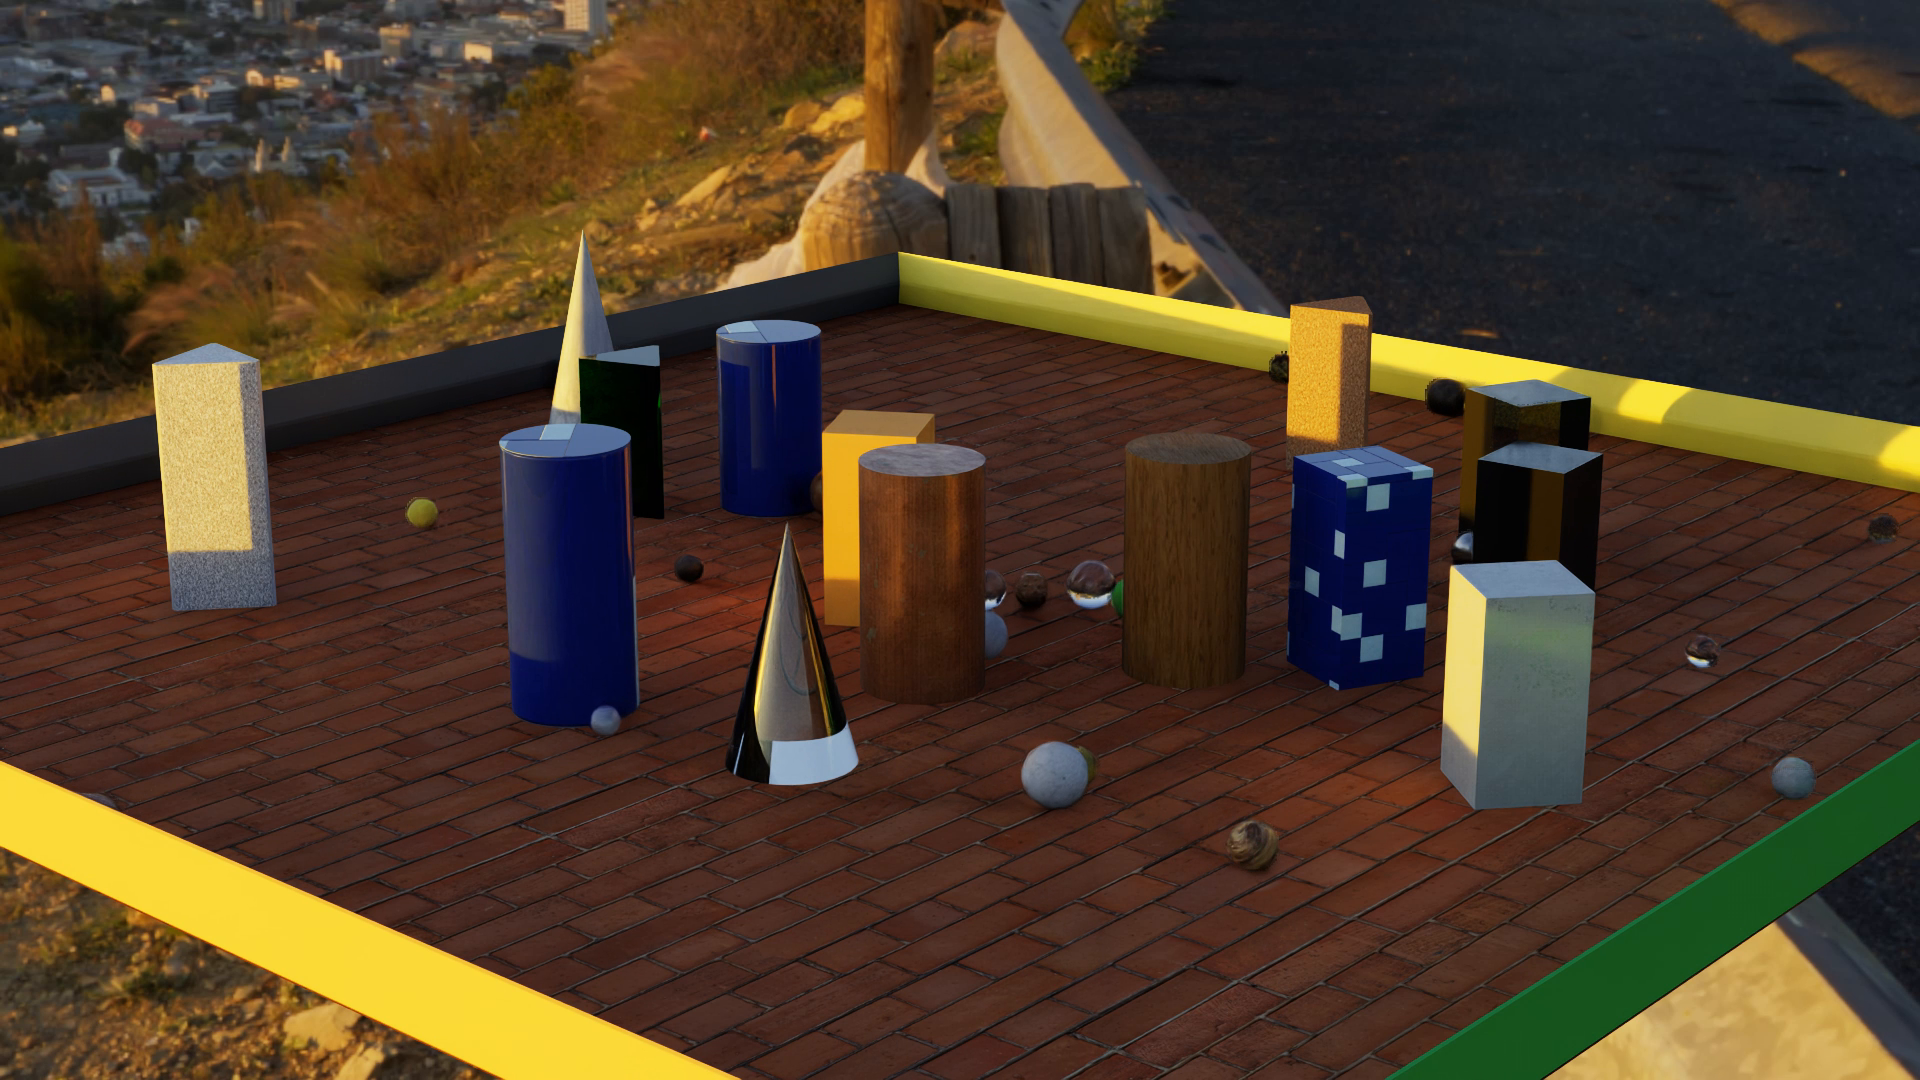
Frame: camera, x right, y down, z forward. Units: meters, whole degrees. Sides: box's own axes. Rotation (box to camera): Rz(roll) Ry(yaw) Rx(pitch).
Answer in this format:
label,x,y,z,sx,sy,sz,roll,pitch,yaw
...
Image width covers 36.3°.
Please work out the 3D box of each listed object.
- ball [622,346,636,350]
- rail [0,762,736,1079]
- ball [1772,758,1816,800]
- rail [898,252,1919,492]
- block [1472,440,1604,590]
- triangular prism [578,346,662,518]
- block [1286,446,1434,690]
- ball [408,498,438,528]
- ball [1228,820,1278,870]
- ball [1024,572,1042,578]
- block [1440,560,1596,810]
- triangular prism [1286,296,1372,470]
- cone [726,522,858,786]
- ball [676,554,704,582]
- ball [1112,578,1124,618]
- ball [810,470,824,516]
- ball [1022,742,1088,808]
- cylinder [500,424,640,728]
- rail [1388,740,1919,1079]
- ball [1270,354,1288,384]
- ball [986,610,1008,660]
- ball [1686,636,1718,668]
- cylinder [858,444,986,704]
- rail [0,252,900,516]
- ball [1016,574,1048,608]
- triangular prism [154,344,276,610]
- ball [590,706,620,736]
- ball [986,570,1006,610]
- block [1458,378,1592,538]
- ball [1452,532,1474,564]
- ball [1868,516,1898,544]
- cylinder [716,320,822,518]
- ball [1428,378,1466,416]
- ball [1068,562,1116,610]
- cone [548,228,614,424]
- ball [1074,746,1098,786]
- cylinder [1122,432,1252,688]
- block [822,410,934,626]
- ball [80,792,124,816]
label,x,y,z,sx,sy,sz,roll,pitch,yaw
ball,-0.753,-0.409,6.695,0.068,0.068,0.068,0,17,0
rail,-1.118,0.404,3.886,3.418,0.130,0.045,14,22,39
ball,1.198,0.342,4.214,0.060,0.060,0.060,0,17,0
rail,1.118,-0.339,6.353,3.418,0.130,0.045,14,22,39
block,0.997,-0.020,5.072,0.160,0.259,0.160,12,20,34
triangular prism,-0.617,-0.213,5.643,0.173,0.300,0.150,7,18,22
block,0.640,0.043,4.712,0.160,0.347,0.160,-8,18,-24
ball,-1.013,-0.050,5.526,0.056,0.056,0.056,0,17,0
ball,0.396,0.413,3.967,0.068,0.068,0.068,0,17,0
ball,0.125,0.079,5.116,0.045,0.045,0.045,0,17,0
block,0.800,0.207,4.220,0.160,0.317,0.160,-3,17,-8
triangular prism,0.771,-0.312,5.906,0.173,0.338,0.150,10,19,29
cone,-0.250,0.150,4.312,0.200,0.373,0.200,0,17,0
ball,-0.480,0.050,5.205,0.048,0.048,0.048,0,17,0
ball,0.297,0.100,4.990,0.078,0.078,0.078,0,17,0
ball,-0.237,-0.090,5.582,0.100,0.100,0.100,0,17,0
ball,0.135,0.335,4.180,0.095,0.095,0.095,0,17,0
cylinder,-0.602,0.053,4.532,0.200,0.430,0.200,0,17,0
rail,1.273,0.351,4.062,0.045,0.130,3.459,14,22,39
ball,0.735,-0.387,6.628,0.066,0.066,0.066,0,17,0
ball,0.038,0.155,4.796,0.083,0.083,0.083,0,17,0
ball,1.206,0.181,4.763,0.052,0.052,0.052,0,17,0
cylinder,-0.060,0.052,4.639,0.200,0.371,0.200,0,17,0
rail,-1.273,-0.286,6.178,0.045,0.130,3.459,14,22,39
ball,0.124,0.088,5.063,0.057,0.057,0.057,0,17,0
triangular prism,-1.282,-0.112,5.074,0.173,0.435,0.150,-3,17,-9
ball,-0.540,0.274,4.466,0.046,0.046,0.046,0,17,0
ball,0.044,0.086,5.051,0.069,0.069,0.069,0,17,0
block,1.031,-0.126,5.362,0.160,0.295,0.160,-8,19,-26
ball,0.919,0.023,5.247,0.076,0.076,0.076,0,17,0
ball,1.708,-0.018,5.424,0.053,0.053,0.053,0,17,0
cylinder,-0.365,-0.235,5.642,0.200,0.342,0.200,0,17,0
ball,1.052,-0.310,6.343,0.082,0.082,0.082,0,17,0
ball,0.226,0.078,5.052,0.084,0.084,0.084,0,17,0
cone,-0.758,-0.400,5.962,0.200,0.474,0.200,0,17,0
ball,0.170,0.330,4.254,0.062,0.062,0.062,0,17,0
cylinder,0.363,0.031,4.712,0.200,0.370,0.200,0,17,0
block,-0.137,-0.036,4.992,0.160,0.336,0.160,3,17,10
ball,-1.191,0.388,4.027,0.082,0.082,0.082,0,17,0
